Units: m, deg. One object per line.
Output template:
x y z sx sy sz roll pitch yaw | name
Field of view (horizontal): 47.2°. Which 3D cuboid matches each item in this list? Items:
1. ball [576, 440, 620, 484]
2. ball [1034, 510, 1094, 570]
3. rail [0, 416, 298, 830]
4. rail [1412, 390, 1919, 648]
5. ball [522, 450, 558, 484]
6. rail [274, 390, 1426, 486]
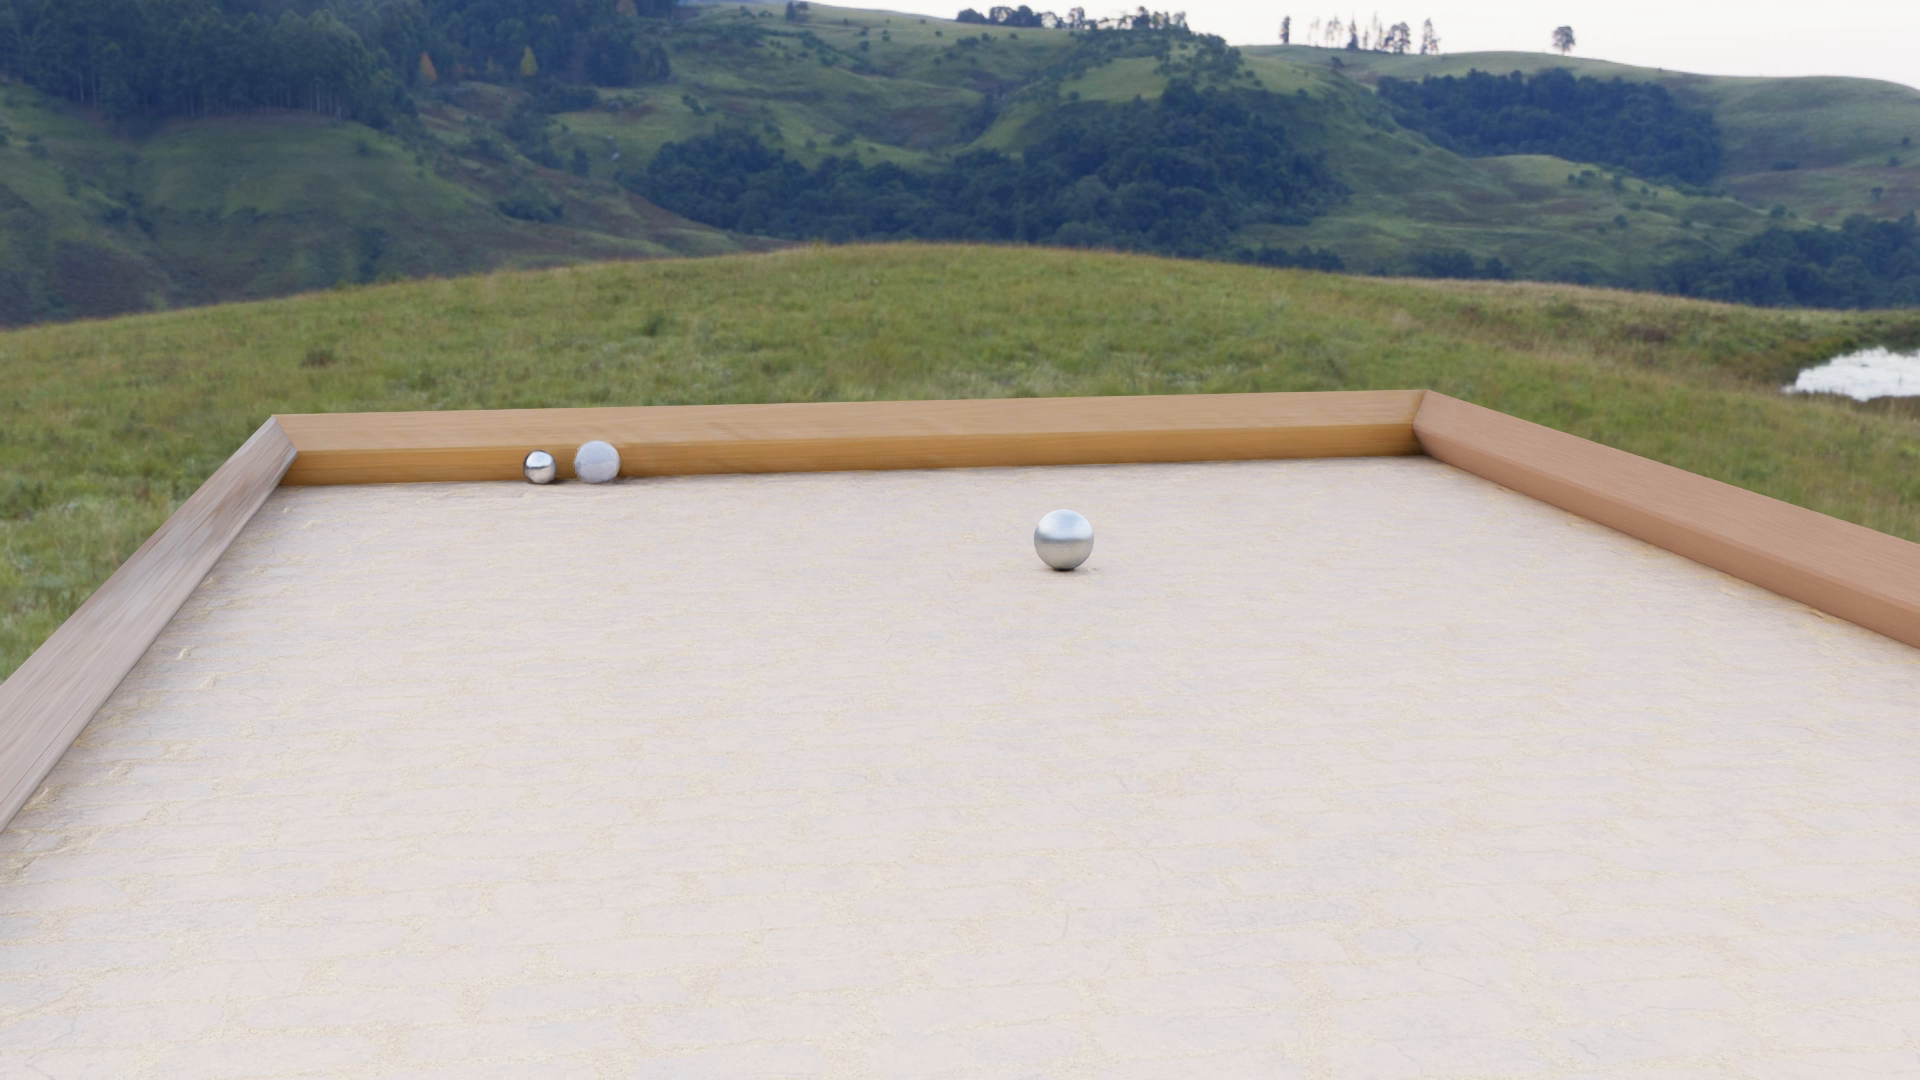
-0.636 -0.136 3.863 0.077 0.077 0.077 0 11 0 | ball
0.148 0.000 3.130 0.086 0.086 0.086 0 11 0 | ball
-0.867 0.174 2.112 0.045 0.124 3.581 -2 11 -10 | rail
1.175 0.107 2.462 0.045 0.124 3.581 -2 11 -10 | rail
-0.738 -0.128 3.864 0.060 0.060 0.060 0 11 0 | ball
-0.150 -0.187 3.997 2.121 0.124 0.045 -2 11 -10 | rail
